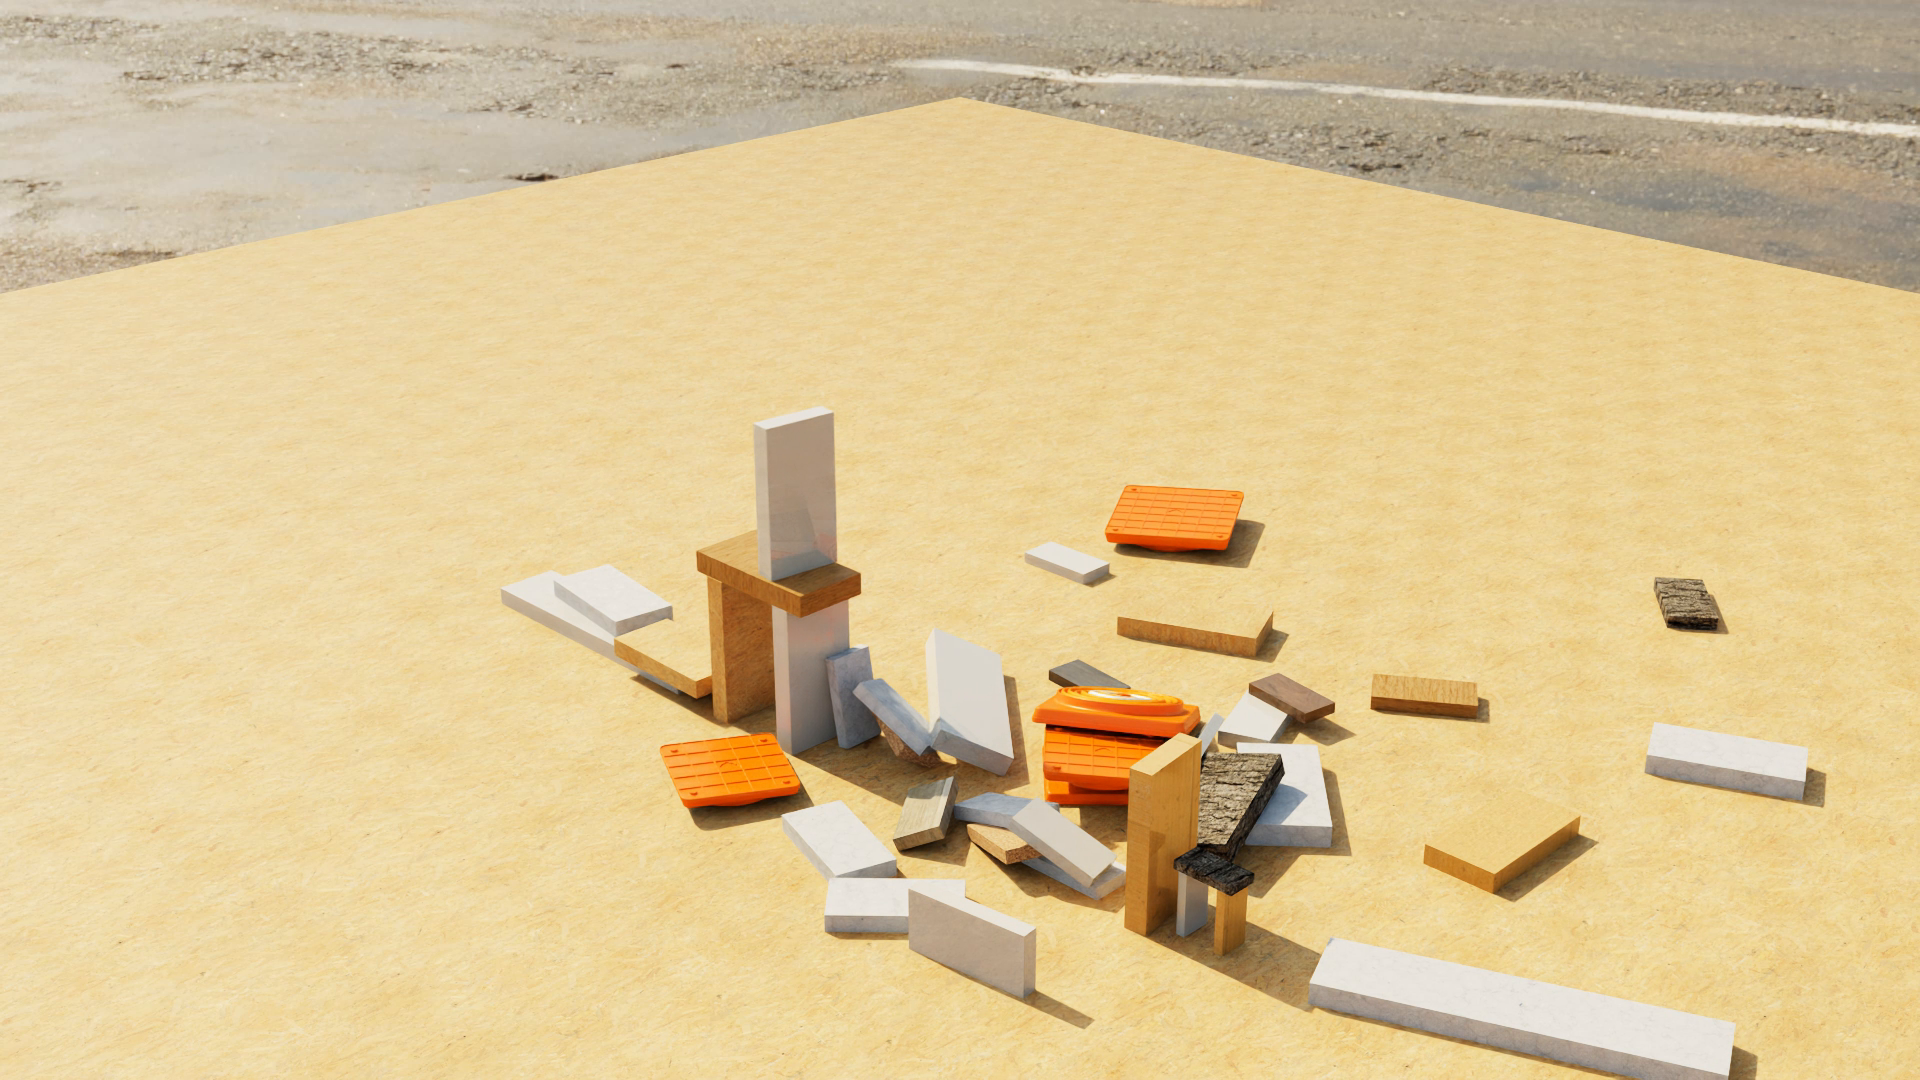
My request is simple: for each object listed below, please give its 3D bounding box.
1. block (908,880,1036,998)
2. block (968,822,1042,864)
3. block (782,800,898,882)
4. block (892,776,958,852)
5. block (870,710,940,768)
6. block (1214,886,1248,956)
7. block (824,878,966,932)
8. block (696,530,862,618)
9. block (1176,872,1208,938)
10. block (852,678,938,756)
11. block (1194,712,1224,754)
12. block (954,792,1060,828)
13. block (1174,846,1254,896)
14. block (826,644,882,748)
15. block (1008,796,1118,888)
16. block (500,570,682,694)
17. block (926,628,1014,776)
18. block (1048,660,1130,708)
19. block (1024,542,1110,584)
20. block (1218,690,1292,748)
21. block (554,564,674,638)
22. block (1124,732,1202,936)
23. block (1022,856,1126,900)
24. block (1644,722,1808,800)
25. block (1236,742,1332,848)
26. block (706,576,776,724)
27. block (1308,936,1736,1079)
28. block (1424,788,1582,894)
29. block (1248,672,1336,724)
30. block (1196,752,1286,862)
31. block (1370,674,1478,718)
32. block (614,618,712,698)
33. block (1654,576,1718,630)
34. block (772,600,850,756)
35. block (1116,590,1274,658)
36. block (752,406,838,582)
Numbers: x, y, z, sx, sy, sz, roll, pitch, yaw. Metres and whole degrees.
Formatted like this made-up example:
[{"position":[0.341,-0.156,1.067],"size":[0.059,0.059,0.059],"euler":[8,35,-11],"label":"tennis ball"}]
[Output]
[{"position":[0.020,0.710,3.922],"size":[0.257,0.129,0.036],"euler":[17,28,34],"label":"block"},{"position":[0.096,0.584,4.290],"size":[0.097,0.028,0.194],"euler":[-10,11,-21],"label":"block"},{"position":[-0.238,0.597,4.308],"size":[0.129,0.036,0.257],"euler":[-12,26,-25],"label":"block"},{"position":[-0.067,0.546,4.392],"size":[0.100,0.028,0.201],"euler":[-18,19,16],"label":"block"},{"position":[-0.124,0.399,4.665],"size":[0.100,0.028,0.201],"euler":[22,22,-37],"label":"block"},{"position":[0.491,0.682,3.984],"size":[0.019,0.133,0.067],"euler":[21,31,41],"label":"block"},{"position":[-0.120,0.682,4.106],"size":[0.257,0.036,0.129],"euler":[1,23,1],"label":"block"},{"position":[-0.387,0.068,4.672],"size":[0.338,0.048,0.169],"euler":[21,31,41],"label":"block"},{"position":[0.428,0.657,4.041],"size":[0.019,0.133,0.067],"euler":[21,31,41],"label":"block"},{"position":[-0.126,0.372,4.636],"size":[0.201,0.028,0.100],"euler":[42,18,17],"label":"block"},{"position":[0.471,0.459,4.541],"size":[0.025,0.090,0.341],"euler":[38,28,5],"label":"block"},{"position":[0.092,0.539,4.376],"size":[0.100,0.028,0.201],"euler":[-14,11,-42],"label":"block"},{"position":[0.460,0.599,3.983],"size":[0.133,0.019,0.067],"euler":[21,31,41],"label":"block"},{"position":[-0.228,0.335,4.712],"size":[0.100,0.201,0.028],"euler":[-22,21,-41],"label":"block"},{"position":[0.196,0.577,4.201],"size":[0.194,0.028,0.097],"euler":[35,35,17],"label":"block"},{"position":[-0.825,0.211,5.209],"size":[0.691,0.043,0.152],"euler":[21,31,41],"label":"block"},{"position":[0.016,0.347,4.796],"size":[0.168,0.048,0.494],"euler":[23,20,-12],"label":"block"},{"position":[0.292,0.323,4.966],"size":[0.090,0.025,0.179],"euler":[-17,28,-35],"label":"block"},{"position":[0.271,0.058,5.589],"size":[0.201,0.028,0.100],"euler":[21,31,40],"label":"block"},{"position":[0.653,0.391,4.797],"size":[0.115,0.033,0.230],"euler":[10,25,22],"label":"block"},{"position":[-0.830,0.144,5.256],"size":[0.152,0.043,0.304],"euler":[-17,28,-34],"label":"block"},{"position":[0.374,0.542,4.052],"size":[0.048,0.337,0.168],"euler":[17,28,34],"label":"block"},{"position":[0.224,0.628,4.245],"size":[0.194,0.028,0.097],"euler":[21,31,40],"label":"block"},{"position":[1.608,0.462,4.614],"size":[0.312,0.044,0.156],"euler":[9,25,20],"label":"block"},{"position":[0.657,0.516,4.483],"size":[0.168,0.048,0.337],"euler":[1,23,3],"label":"block"},{"position":[-0.465,0.217,4.817],"size":[0.169,0.338,0.048],"euler":[-21,31,-40],"label":"block"},{"position":[0.961,0.815,3.784],"size":[0.697,0.044,0.156],"euler":[9,25,20],"label":"block"},{"position":[1.066,0.587,4.320],"size":[0.156,0.044,0.312],"euler":[21,31,41],"label":"block"},{"position":[0.728,0.346,4.828],"size":[0.090,0.025,0.179],"euler":[-16,28,-32],"label":"block"},{"position":[0.509,0.529,4.364],"size":[0.168,0.048,0.337],"euler":[-2,25,29],"label":"block"},{"position":[1.034,0.347,4.900],"size":[0.230,0.033,0.115],"euler":[5,23,11],"label":"block"},{"position":[-0.629,0.266,4.969],"size":[0.152,0.043,0.304],"euler":[-21,31,-40],"label":"block"},{"position":[1.766,0.154,5.356],"size":[0.115,0.033,0.230],"euler":[3,23,8],"label":"block"},{"position":[-0.314,0.274,4.682],"size":[0.169,0.338,0.048],"euler":[-21,30,-40],"label":"block"},{"position":[0.561,0.196,5.238],"size":[0.337,0.048,0.168],"euler":[9,24,20],"label":"block"},{"position":[-0.340,-0.096,4.567],"size":[0.168,0.337,0.048],"euler":[-17,28,-35],"label":"block"}]
